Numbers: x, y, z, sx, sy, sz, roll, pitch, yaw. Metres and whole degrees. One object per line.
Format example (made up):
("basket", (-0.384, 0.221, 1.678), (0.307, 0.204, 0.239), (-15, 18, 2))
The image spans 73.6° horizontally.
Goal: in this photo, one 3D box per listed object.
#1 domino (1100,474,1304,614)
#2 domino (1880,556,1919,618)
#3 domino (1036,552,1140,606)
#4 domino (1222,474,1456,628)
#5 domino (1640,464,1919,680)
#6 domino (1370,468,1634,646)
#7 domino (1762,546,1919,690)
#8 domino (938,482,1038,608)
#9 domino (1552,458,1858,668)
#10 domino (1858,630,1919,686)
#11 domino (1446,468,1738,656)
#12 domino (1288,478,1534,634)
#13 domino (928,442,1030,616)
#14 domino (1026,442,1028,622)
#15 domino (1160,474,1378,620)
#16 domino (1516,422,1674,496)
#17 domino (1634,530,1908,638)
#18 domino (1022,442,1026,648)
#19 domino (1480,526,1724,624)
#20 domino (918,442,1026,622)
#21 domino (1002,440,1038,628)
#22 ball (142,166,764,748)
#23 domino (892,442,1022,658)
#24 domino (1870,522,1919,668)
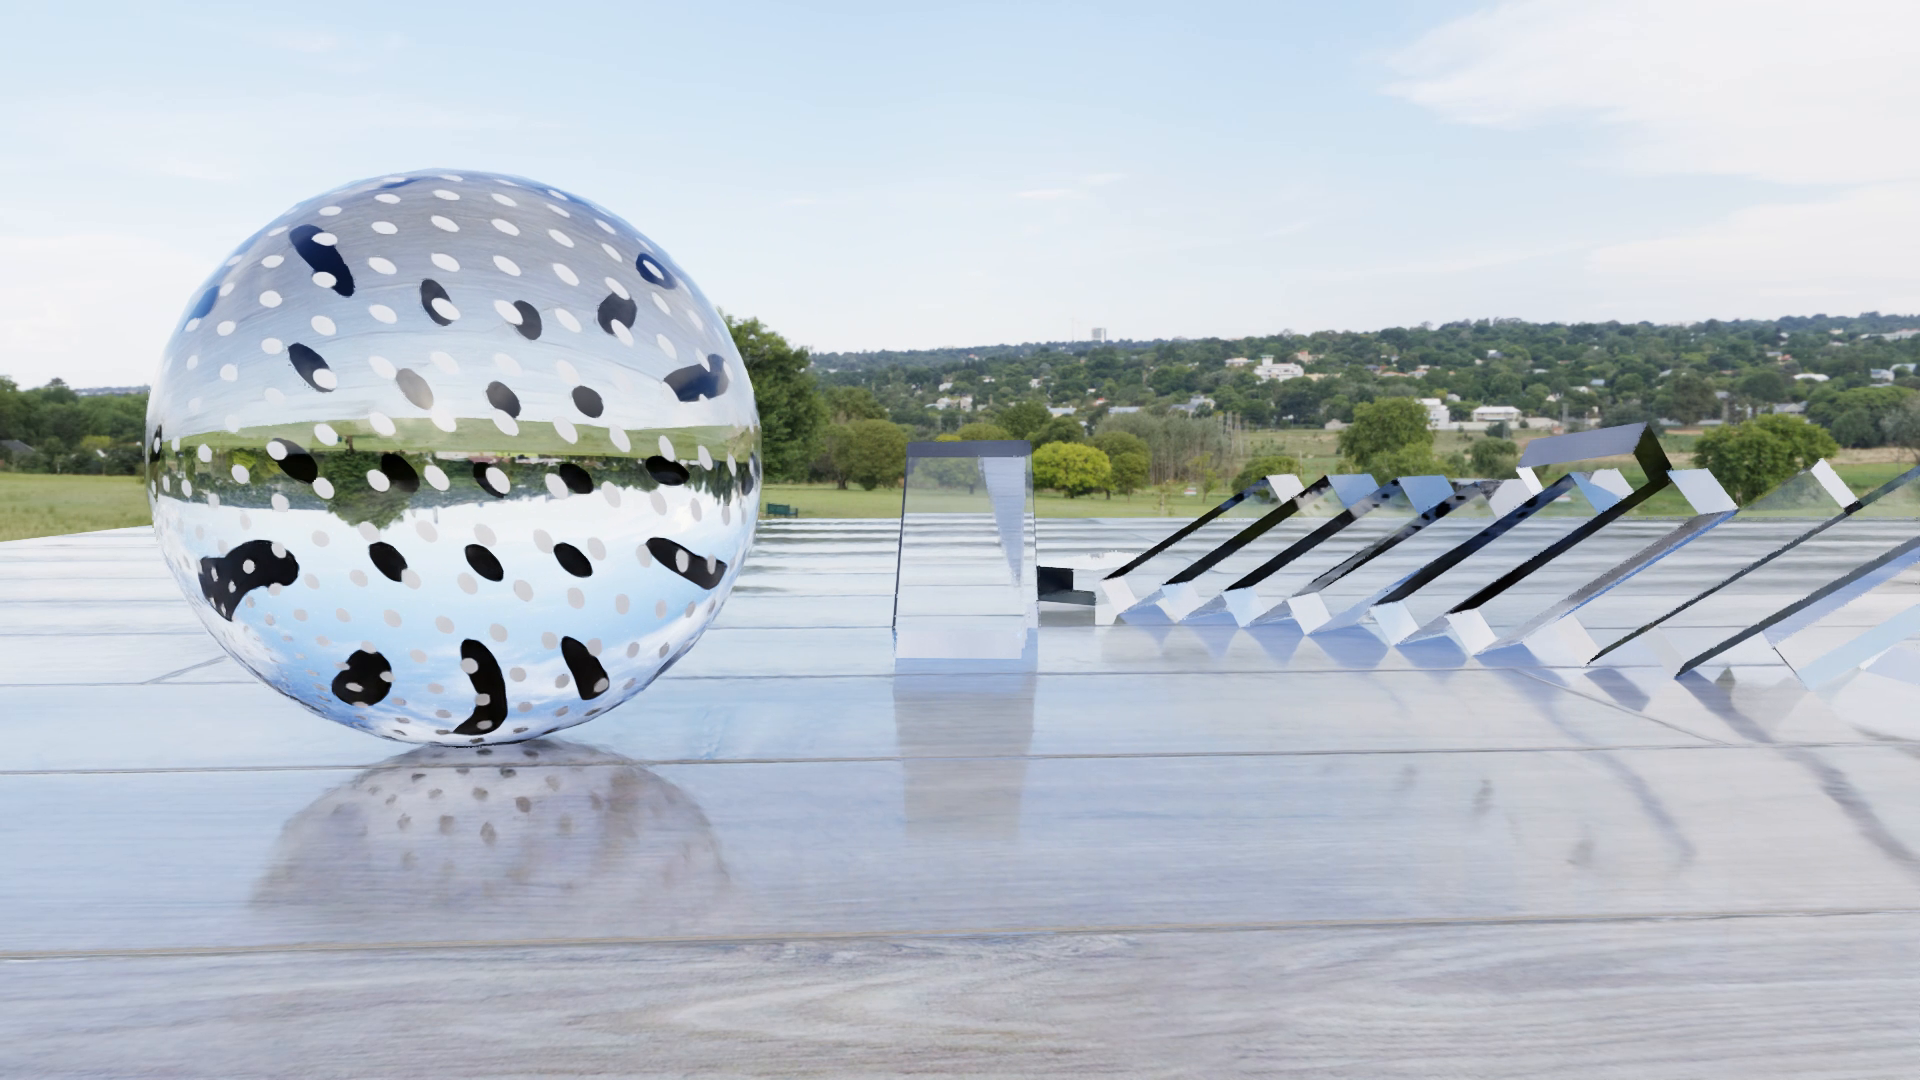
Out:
("domino", (0.062, 0.001, 0.321), (0.050, 0.009, 0.025), (-35, -13, 27))
("domino", (0.217, 0.013, 0.274), (0.050, 0.009, 0.025), (-4, 29, -46))
("domino", (0.041, 0.011, 0.364), (0.025, 0.009, 0.050), (3, 5, 38))
("domino", (0.087, 0.003, 0.292), (0.025, 0.010, 0.050), (-5, -27, -47))
("domino", (0.150, 0.006, 0.230), (0.050, 0.009, 0.025), (-42, -18, 33))
("domino", (0.112, 0.004, 0.265), (0.025, 0.009, 0.050), (-5, -29, -44))
("domino", (0.166, 0.006, 0.222), (0.050, 0.009, 0.025), (-40, -10, 24))
("domino", (0.007, 0.000, 0.352), (0.025, 0.009, 0.050), (-3, 30, 0))
("domino", (0.137, 0.004, 0.238), (0.050, 0.009, 0.025), (-42, -18, 34))
("domino", (0.185, 0.006, 0.226), (0.050, 0.009, 0.025), (-41, 2, 4))
("domino", (0.124, 0.005, 0.253), (0.025, 0.009, 0.050), (-5, -30, -45))
("domino", (0.099, 0.004, 0.281), (0.025, 0.009, 0.050), (-4, -27, -46))
("domino", (0.005, -0.004, 0.332), (0.025, 0.050, 0.010), (0, -39, 3))
("domino", (0.003, -0.001, 0.293), (0.025, 0.050, 0.009), (0, -39, 3))
("domino", (0.075, 0.002, 0.305), (0.025, 0.009, 0.050), (-5, -27, -50))
("domino", (0.144, -0.002, 0.276), (0.025, 0.050, 0.009), (-8, 37, 54))
("domino", (0.190, 0.009, 0.303), (0.025, 0.009, 0.050), (30, -5, -17))
("domino", (0.002, 0.000, 0.280), (0.025, 0.050, 0.009), (0, -39, 3))
("domino", (0.151, 0.008, 0.305), (0.050, 0.009, 0.025), (2, -32, 25))
("domino", (0.004, -0.003, 0.319), (0.025, 0.050, 0.009), (0, -39, 3))
("domino", (0.005, -0.002, 0.306), (0.025, 0.050, 0.009), (-1, -39, 2))
("ball", (-0.068, -0.011, 0.181), (0.080, 0.080, 0.080), (0, 4, 0))
("domino", (0.000, 0.001, 0.267), (0.025, 0.050, 0.009), (0, -39, 3))
("domino", (0.199, 0.004, 0.248), (0.050, 0.009, 0.025), (-48, 29, -24))
